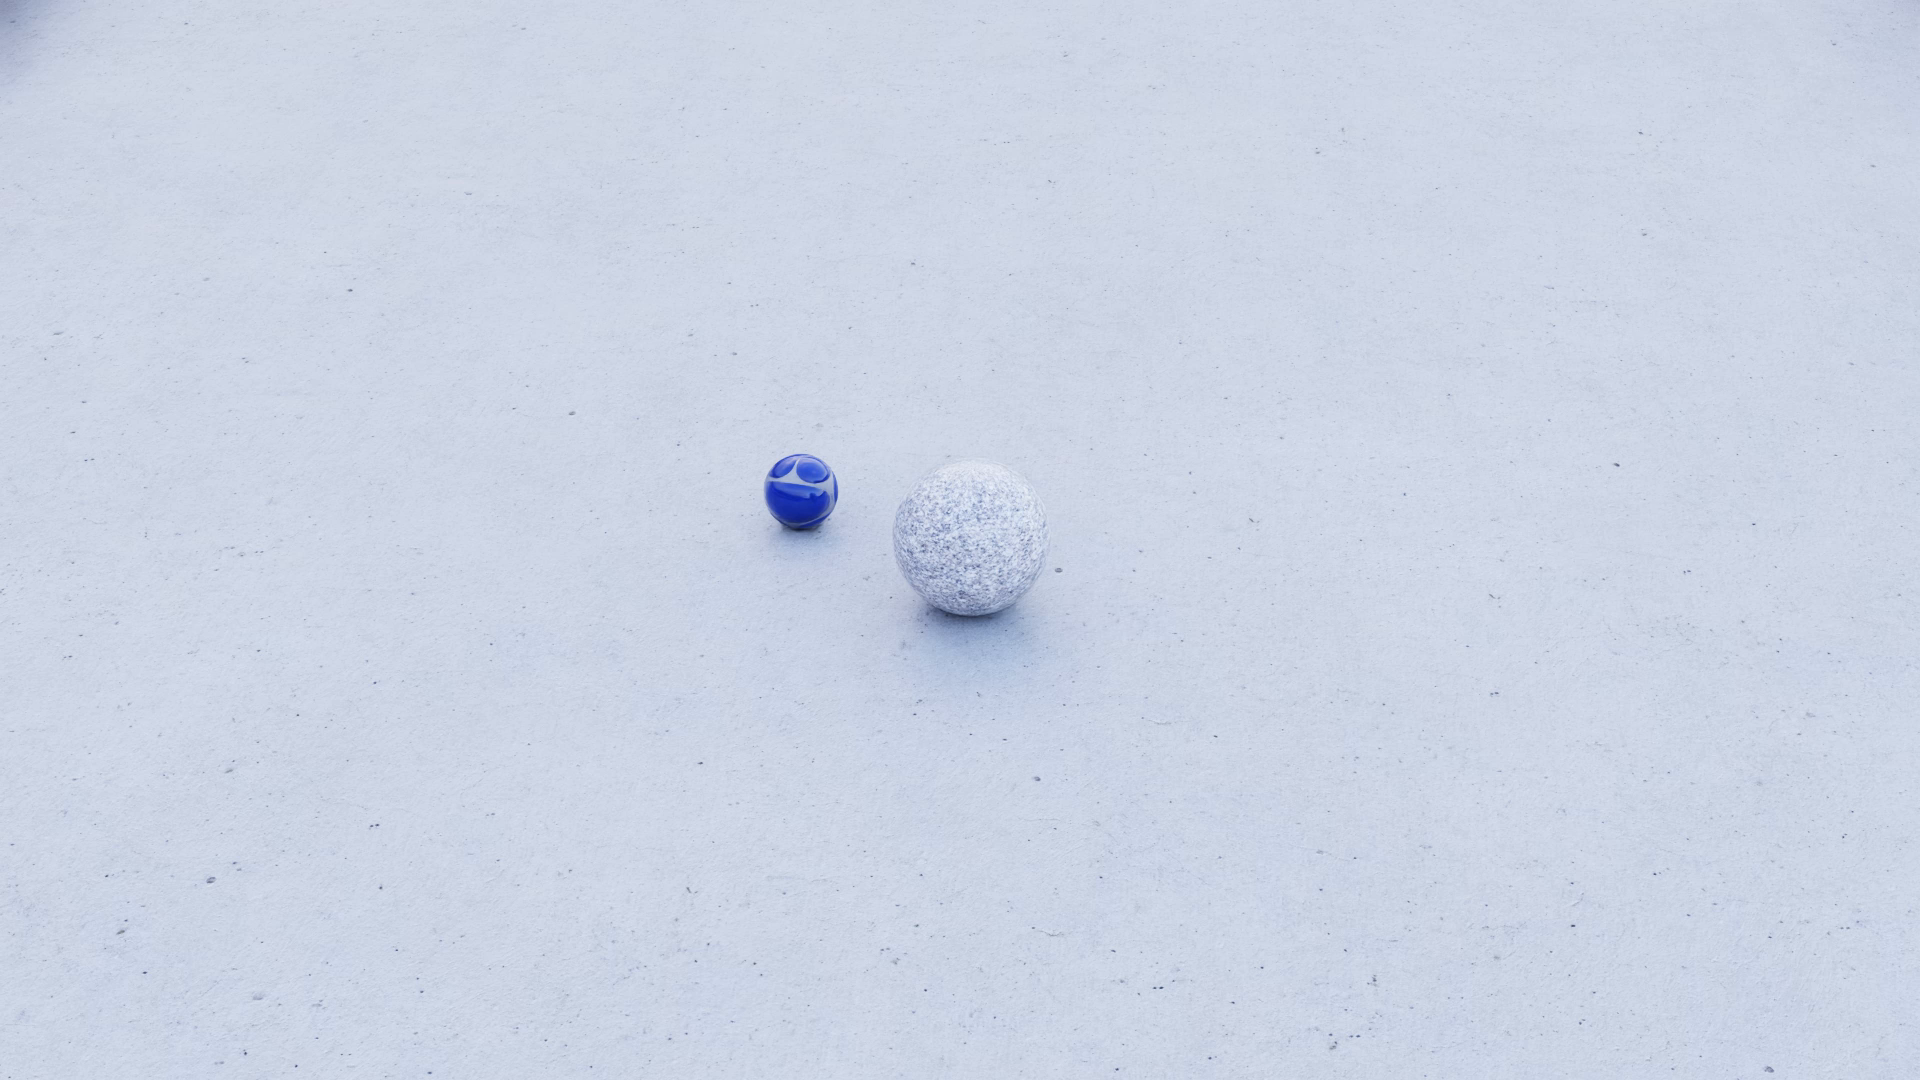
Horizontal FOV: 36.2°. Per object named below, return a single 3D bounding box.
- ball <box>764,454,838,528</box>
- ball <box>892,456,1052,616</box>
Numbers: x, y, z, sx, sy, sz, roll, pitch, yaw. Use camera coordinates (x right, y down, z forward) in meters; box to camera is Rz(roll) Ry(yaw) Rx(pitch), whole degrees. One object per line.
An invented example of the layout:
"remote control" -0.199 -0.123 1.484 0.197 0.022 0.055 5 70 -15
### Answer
"ball" -0.097 -0.030 1.791 0.046 0.046 0.046 0 29 0
"ball" 0.007 -0.002 1.694 0.092 0.092 0.092 0 29 0
